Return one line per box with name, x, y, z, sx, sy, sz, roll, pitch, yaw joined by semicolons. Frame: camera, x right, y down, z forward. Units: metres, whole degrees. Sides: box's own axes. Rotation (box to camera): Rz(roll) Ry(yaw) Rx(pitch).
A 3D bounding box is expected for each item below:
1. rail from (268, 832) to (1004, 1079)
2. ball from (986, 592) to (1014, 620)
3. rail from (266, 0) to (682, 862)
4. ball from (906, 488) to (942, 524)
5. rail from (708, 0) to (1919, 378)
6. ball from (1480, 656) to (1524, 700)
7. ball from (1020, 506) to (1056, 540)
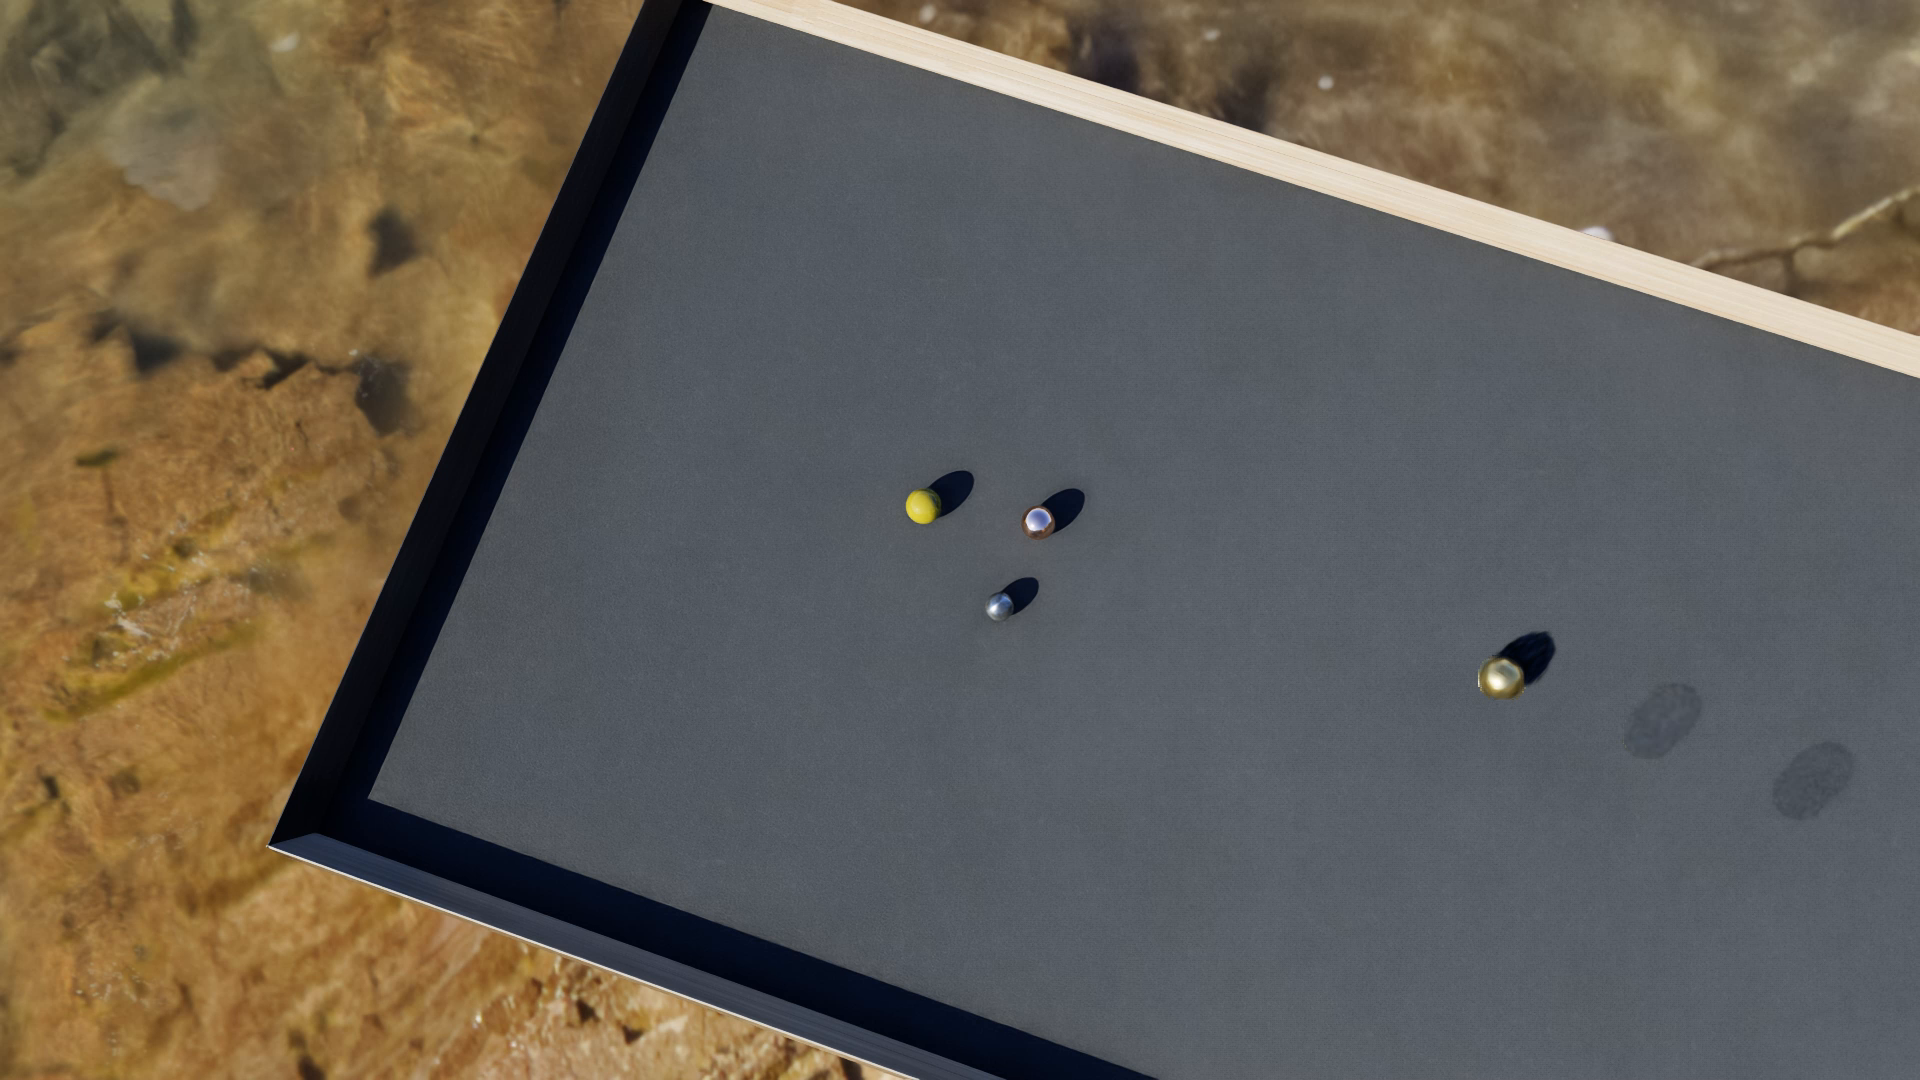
rail;0.495;0.935;3.087;3.169;0.086;0.045;18;73;6
ball;0.061;0.102;3.373;0.045;0.045;0.045;0;72;0
rail;-0.726;-0.247;3.462;0.045;0.086;1.585;18;73;6
ball;-0.056;-0.053;3.416;0.056;0.056;0.056;0;72;0
rail;1.001;-0.449;3.525;3.169;0.086;0.045;18;73;6
ball;0.821;0.210;3.328;0.066;0.066;0.066;0;72;0
ball;0.121;-0.027;3.409;0.054;0.054;0.054;0;72;0
